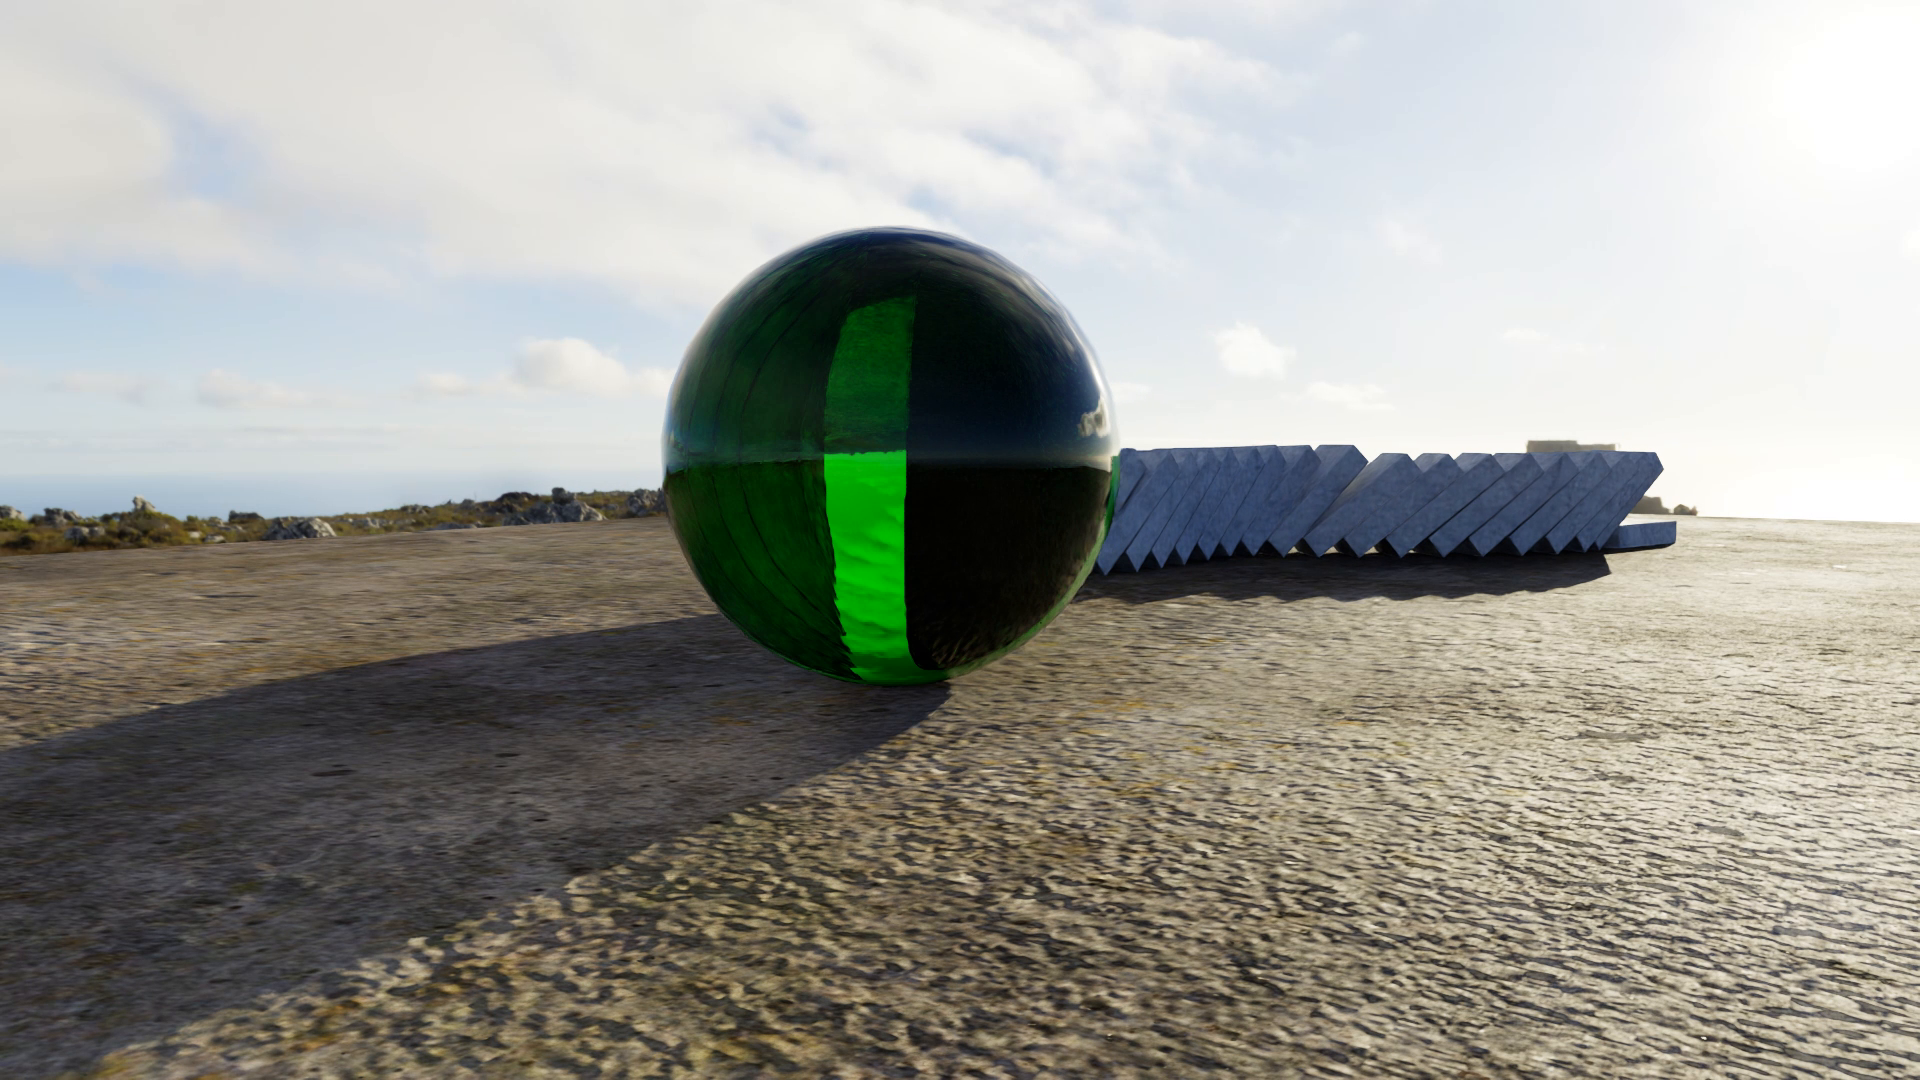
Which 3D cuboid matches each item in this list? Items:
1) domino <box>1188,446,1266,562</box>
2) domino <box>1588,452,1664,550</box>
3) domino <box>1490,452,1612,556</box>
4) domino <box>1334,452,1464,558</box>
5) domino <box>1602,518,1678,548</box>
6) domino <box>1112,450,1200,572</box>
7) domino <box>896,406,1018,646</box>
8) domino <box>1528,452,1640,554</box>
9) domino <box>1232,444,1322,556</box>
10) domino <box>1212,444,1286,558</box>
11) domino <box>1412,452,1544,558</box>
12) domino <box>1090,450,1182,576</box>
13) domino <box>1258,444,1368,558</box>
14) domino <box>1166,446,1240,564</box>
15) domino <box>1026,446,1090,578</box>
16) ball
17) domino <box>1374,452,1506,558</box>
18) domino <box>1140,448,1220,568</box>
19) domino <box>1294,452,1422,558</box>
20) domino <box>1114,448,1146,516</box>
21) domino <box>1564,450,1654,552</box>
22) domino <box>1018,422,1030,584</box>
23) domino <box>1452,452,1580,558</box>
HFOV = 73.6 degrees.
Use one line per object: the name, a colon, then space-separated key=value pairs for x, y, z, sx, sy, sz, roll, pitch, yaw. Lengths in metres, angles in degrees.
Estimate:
domino: x=0.091 y=-0.014 z=0.476 sx=0.025 sy=0.009 sz=0.050 roll=2 pitch=48 yaw=47
domino: x=0.265 y=-0.017 z=0.531 sx=0.050 sy=0.009 sz=0.025 roll=-44 pitch=21 yaw=-17
domino: x=0.227 y=-0.015 z=0.502 sx=0.050 sy=0.009 sz=0.025 roll=-41 pitch=13 yaw=-7
domino: x=0.165 y=-0.014 z=0.491 sx=0.050 sy=0.009 sz=0.025 roll=-39 pitch=4 yaw=1
domino: x=0.281 y=-0.003 z=0.547 sx=0.050 sy=0.009 sz=0.025 roll=-3 pitch=5 yaw=-37
domino: x=0.060 y=-0.011 z=0.444 sx=0.025 sy=0.009 sz=0.050 roll=4 pitch=47 yaw=43
domino: x=0.000 y=-0.003 z=0.272 sx=0.025 sy=0.050 sz=0.009 roll=0 pitch=-12 yaw=2
domino: x=0.241 y=-0.015 z=0.509 sx=0.050 sy=0.009 sz=0.025 roll=-42 pitch=16 yaw=-11
domino: x=0.115 y=-0.016 z=0.494 sx=0.050 sy=0.009 sz=0.025 roll=-50 pitch=25 yaw=-20
domino: x=0.101 y=-0.015 z=0.487 sx=0.025 sy=0.009 sz=0.050 roll=1 pitch=47 yaw=49
domino: x=0.196 y=-0.014 z=0.492 sx=0.050 sy=0.010 sz=0.025 roll=-40 pitch=7 yaw=-2
domino: x=0.051 y=-0.010 z=0.432 sx=0.025 sy=0.009 sz=0.050 roll=5 pitch=48 yaw=48
domino: x=0.132 y=-0.016 z=0.494 sx=0.009 sy=0.050 sz=0.025 roll=45 pitch=-7 yaw=-13
domino: x=0.080 y=-0.013 z=0.466 sx=0.025 sy=0.009 sz=0.050 roll=3 pitch=48 yaw=43
domino: x=0.022 y=-0.009 z=0.416 sx=0.025 sy=0.009 sz=0.050 roll=-1 pitch=45 yaw=31
ball: x=-0.012 y=-0.014 z=0.226 sx=0.080 sy=0.080 sz=0.080 roll=0 pitch=4 yaw=0
domino: x=0.181 y=-0.014 z=0.490 sx=0.050 sy=0.009 sz=0.025 roll=-39 pitch=5 yaw=1
domino: x=0.070 y=-0.012 z=0.455 sx=0.025 sy=0.010 sz=0.050 roll=4 pitch=49 yaw=43
domino: x=0.150 y=-0.014 z=0.492 sx=0.050 sy=0.010 sz=0.025 roll=-39 pitch=5 yaw=1
domino: x=0.038 y=-0.010 z=0.423 sx=0.025 sy=0.009 sz=0.050 roll=4 pitch=49 yaw=46
domino: x=0.254 y=-0.016 z=0.519 sx=0.050 sy=0.009 sz=0.025 roll=-44 pitch=21 yaw=-16
domino: x=0.008 y=-0.012 z=0.396 sx=0.025 sy=0.050 sz=0.009 roll=0 pitch=-22 yaw=6
domino: x=0.211 y=-0.014 z=0.496 sx=0.050 sy=0.009 sz=0.025 roll=-40 pitch=9 yaw=-4
